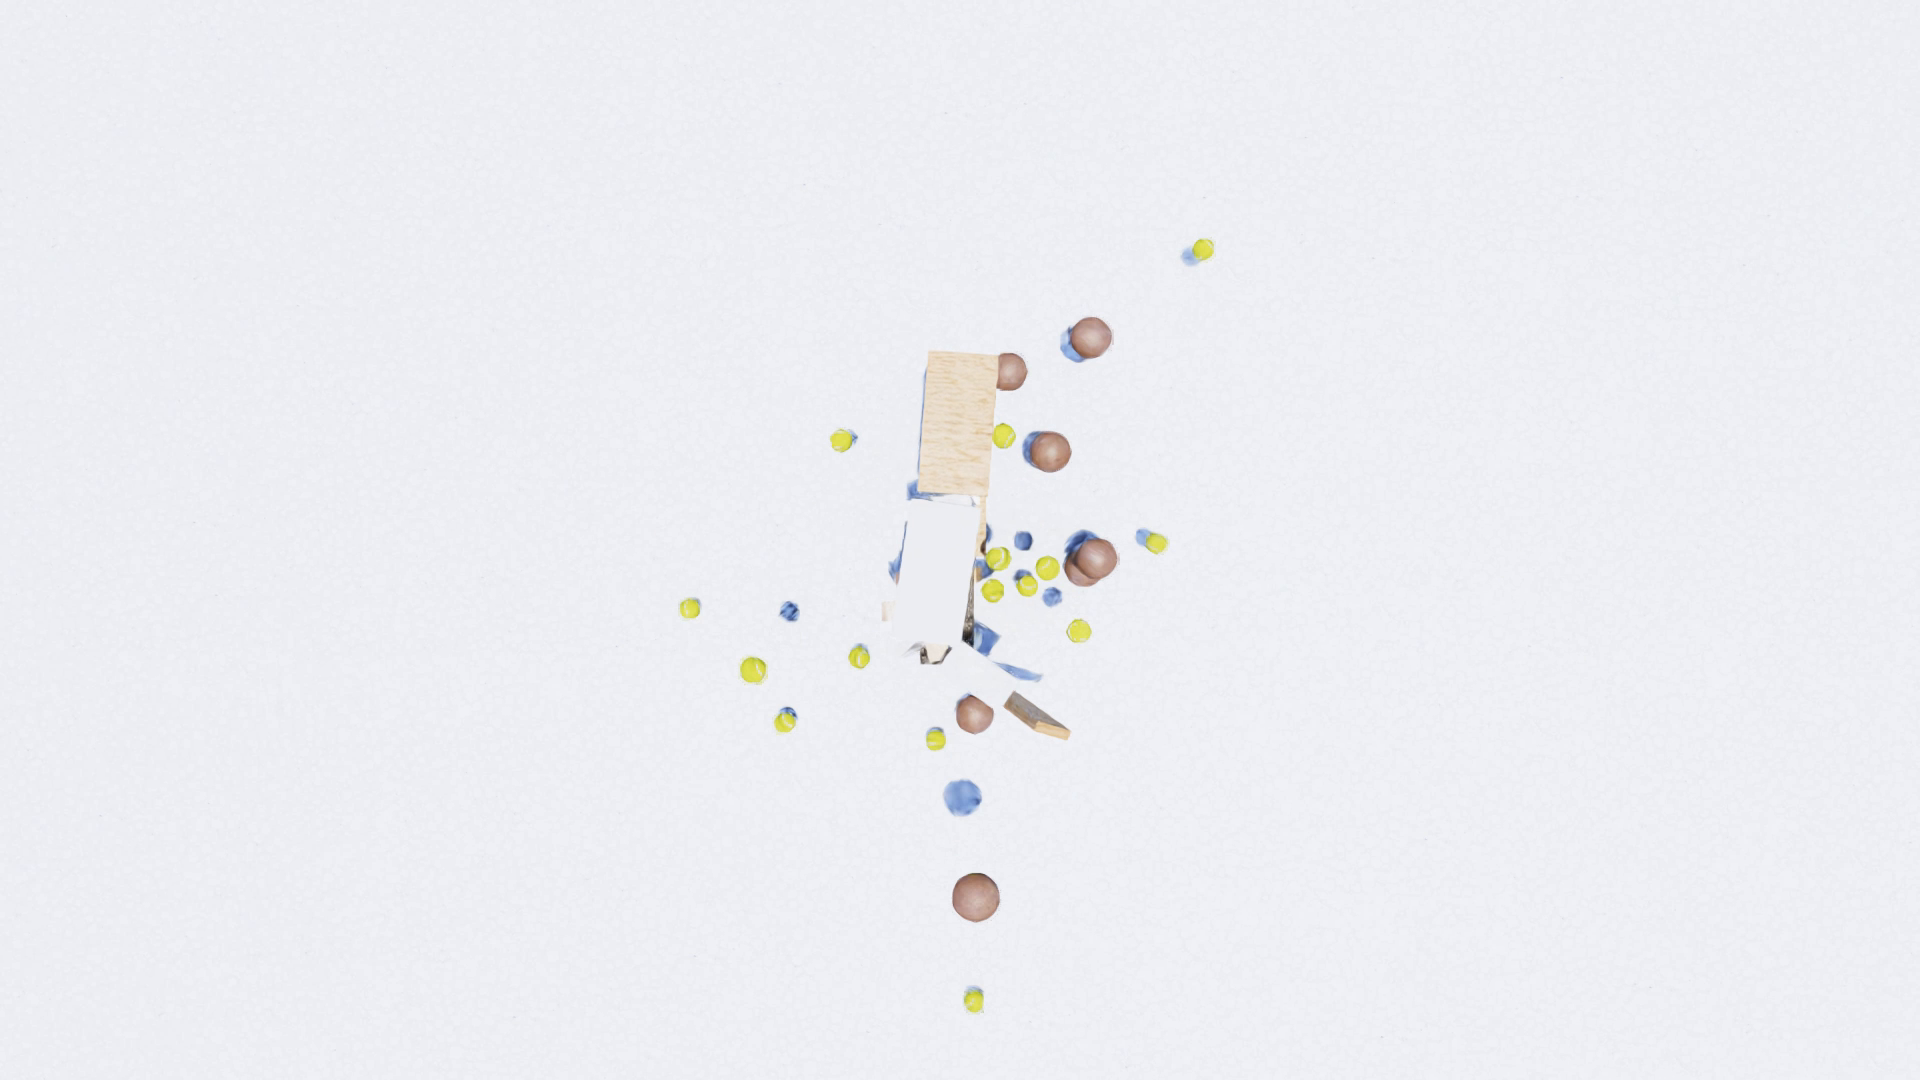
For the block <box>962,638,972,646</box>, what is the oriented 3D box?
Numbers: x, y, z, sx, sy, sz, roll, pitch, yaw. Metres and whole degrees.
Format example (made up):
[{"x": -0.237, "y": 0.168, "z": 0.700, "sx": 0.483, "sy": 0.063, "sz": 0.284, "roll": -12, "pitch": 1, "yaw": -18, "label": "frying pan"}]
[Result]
[{"x": -0.026, "y": 0.295, "z": 4.810, "sx": 0.101, "sy": 0.202, "sz": 0.029, "roll": 19, "pitch": 91, "yaw": 4, "label": "block"}]

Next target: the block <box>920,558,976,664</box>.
[{"x": -0.038, "y": 0.213, "z": 4.934, "sx": 0.158, "sy": 0.045, "sz": 0.317, "roll": 1, "pitch": 90, "yaw": 4, "label": "block"}]

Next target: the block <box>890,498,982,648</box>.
[{"x": -0.061, "y": 0.084, "z": 4.242, "sx": 0.180, "sy": 0.051, "sz": 0.359, "roll": 9, "pitch": 90, "yaw": 3, "label": "block"}]

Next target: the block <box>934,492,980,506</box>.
[{"x": -0.005, "y": -0.228, "z": 4.622, "sx": 0.128, "sy": 0.036, "sz": 0.257, "roll": 2, "pitch": 90, "yaw": 1, "label": "block"}]

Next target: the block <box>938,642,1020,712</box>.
[{"x": 0.052, "y": 0.374, "z": 4.552, "sx": 0.203, "sy": 0.029, "sz": 0.102, "roll": 35, "pitch": 93, "yaw": 7, "label": "block"}]

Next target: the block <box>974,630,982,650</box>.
[{"x": -0.024, "y": 0.316, "z": 5.154, "sx": 0.158, "sy": 0.395, "sz": 0.045, "roll": 1, "pitch": 91, "yaw": 4, "label": "block"}]

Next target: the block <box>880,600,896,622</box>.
[{"x": -0.097, "y": 0.185, "z": 4.478, "sx": 0.180, "sy": 0.413, "sz": 0.051, "roll": -6, "pitch": 87, "yaw": 5, "label": "block"}]

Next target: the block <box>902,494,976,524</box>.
[{"x": -0.050, "y": -0.073, "z": 4.450, "sx": 0.180, "sy": 0.359, "sz": 0.051, "roll": -7, "pitch": 86, "yaw": 2, "label": "block"}]

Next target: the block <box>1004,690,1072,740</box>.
[{"x": 0.127, "y": 0.464, "z": 4.996, "sx": 0.102, "sy": 1.019, "sz": 0.029, "roll": 18, "pitch": 92, "yaw": -16, "label": "block"}]

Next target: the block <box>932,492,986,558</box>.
[{"x": -0.003, "y": -0.114, "z": 4.921, "sx": 0.166, "sy": 0.047, "sz": 0.331, "roll": 1, "pitch": 90, "yaw": 1, "label": "block"}]

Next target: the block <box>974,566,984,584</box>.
[{"x": -0.018, "y": 0.109, "z": 5.114, "sx": 0.158, "sy": 0.317, "sz": 0.045, "roll": -1, "pitch": 90, "yaw": 4, "label": "block"}]

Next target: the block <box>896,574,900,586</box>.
[{"x": -0.101, "y": 0.107, "z": 4.787, "sx": 0.117, "sy": 0.250, "sz": 0.033, "roll": -4, "pitch": 89, "yaw": 11, "label": "block"}]

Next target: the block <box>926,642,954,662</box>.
[{"x": -0.058, "y": 0.238, "z": 4.697, "sx": 0.101, "sy": 0.029, "sz": 0.202, "roll": -13, "pitch": 89, "yaw": 4, "label": "block"}]

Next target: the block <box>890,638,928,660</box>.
[{"x": -0.124, "y": 0.282, "z": 4.586, "sx": 0.102, "sy": 0.203, "sz": 0.029, "roll": -43, "pitch": 81, "yaw": 10, "label": "block"}]

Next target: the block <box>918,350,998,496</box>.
[{"x": -0.004, "y": -0.297, "z": 4.218, "sx": 0.180, "sy": 0.051, "sz": 0.360, "roll": 4, "pitch": 90, "yaw": 0, "label": "block"}]
